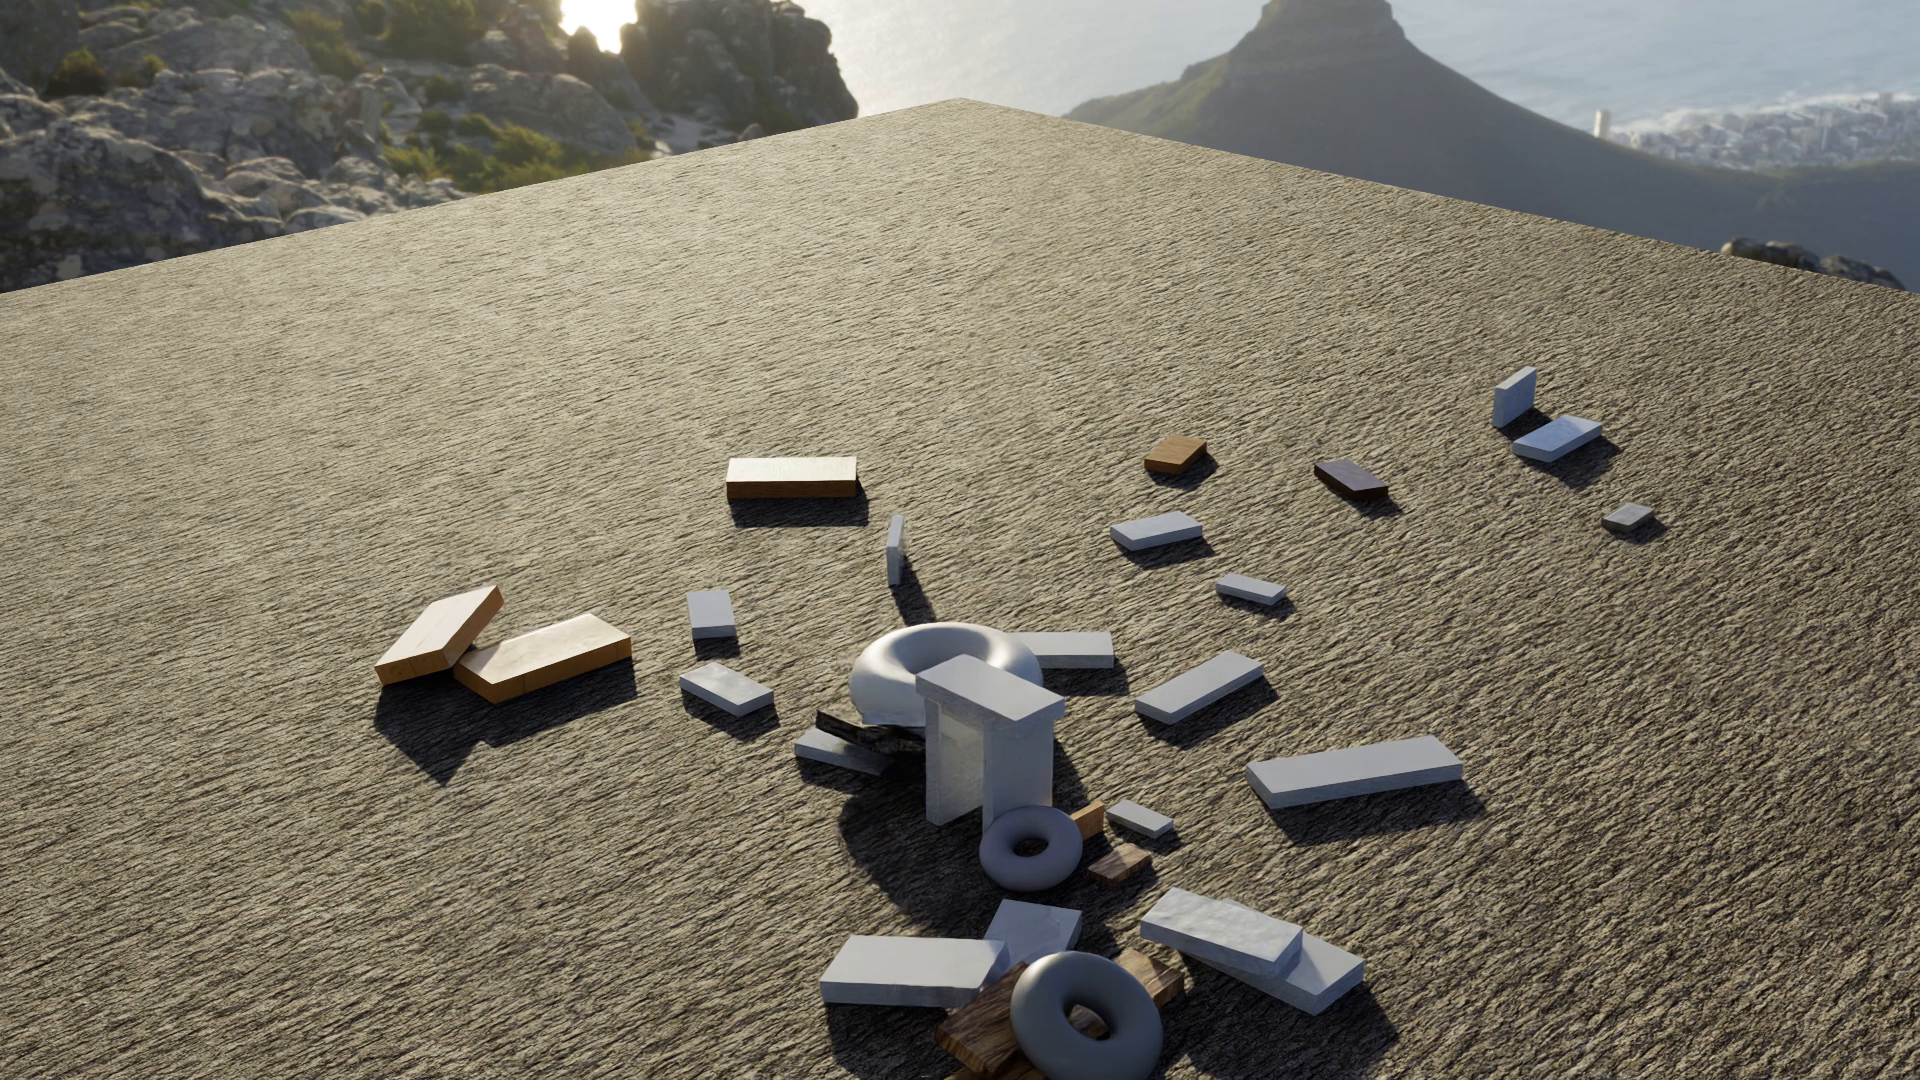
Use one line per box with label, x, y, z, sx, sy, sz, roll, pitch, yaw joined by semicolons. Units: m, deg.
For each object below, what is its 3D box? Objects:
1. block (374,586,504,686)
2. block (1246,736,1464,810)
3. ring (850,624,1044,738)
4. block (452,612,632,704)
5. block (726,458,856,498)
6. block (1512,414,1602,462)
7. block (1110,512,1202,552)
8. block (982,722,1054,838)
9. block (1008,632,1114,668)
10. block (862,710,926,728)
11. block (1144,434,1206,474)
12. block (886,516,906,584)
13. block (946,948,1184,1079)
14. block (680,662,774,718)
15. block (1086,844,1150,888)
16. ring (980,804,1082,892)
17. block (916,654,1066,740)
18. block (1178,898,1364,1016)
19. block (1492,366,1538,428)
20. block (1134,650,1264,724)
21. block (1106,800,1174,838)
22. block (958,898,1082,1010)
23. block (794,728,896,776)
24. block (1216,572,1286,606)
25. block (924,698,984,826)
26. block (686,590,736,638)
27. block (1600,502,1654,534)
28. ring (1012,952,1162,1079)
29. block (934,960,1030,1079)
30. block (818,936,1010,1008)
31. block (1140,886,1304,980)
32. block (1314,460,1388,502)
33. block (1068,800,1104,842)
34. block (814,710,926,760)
block;-1.206;0.218;5.111;0.176;0.050;0.353;-15;19;15
block;0.821;0.482;4.578;0.433;0.037;0.130;-7;24;-16
ring;-0.030;0.314;4.843;0.429;0.143;0.429;-1;23;0
block;-0.960;0.269;5.062;0.367;0.050;0.176;-19;30;-38
block;-0.465;-0.174;6.106;0.353;0.050;0.176;-1;23;-2
block;1.744;-0.297;6.418;0.121;0.034;0.313;19;30;38
block;0.516;-0.024;5.778;0.218;0.031;0.109;-12;26;-26
block;0.113;0.467;4.307;0.138;0.275;0.039;-13;27;-29
block;0.233;0.256;5.113;0.241;0.034;0.121;0;23;0
block;-0.096;0.370;4.516;0.101;0.029;0.202;10;-9;-42
block;0.618;-0.245;6.299;0.109;0.031;0.218;11;25;24
block;-0.162;0.024;5.572;0.029;0.103;0.205;0;23;3
block;0.161;0.850;3.715;0.120;0.034;0.583;19;29;37
block;-0.524;0.334;4.936;0.205;0.029;0.103;21;31;40
block;0.306;0.629;4.256;0.062;0.017;0.123;19;29;37
ring;0.137;0.593;4.230;0.202;0.067;0.202;-8;39;7
block;0.057;0.303;4.292;0.138;0.039;0.275;-21;31;-40
block;0.556;0.745;3.950;0.301;0.043;0.150;20;30;39
block;1.671;-0.432;6.625;0.034;0.121;0.241;15;27;32
block;0.540;0.330;4.946;0.101;0.029;0.340;20;30;39
block;0.361;0.560;4.418;0.123;0.017;0.062;19;30;38
block;0.110;0.750;3.939;0.150;0.043;0.301;6;24;15
block;-0.239;0.444;4.677;0.202;0.029;0.101;11;25;25
block;0.720;0.121;5.448;0.155;0.022;0.077;15;27;31
block;-0.006;0.423;4.411;0.138;0.275;0.039;-21;31;-41
block;-0.601;0.178;5.304;0.103;0.029;0.205;-4;23;-9
block;1.784;-0.061;5.875;0.077;0.022;0.155;19;29;37
ring;0.211;0.802;3.658;0.268;0.089;0.268;15;39;-13
block;0.077;0.805;3.690;0.120;0.034;0.239;32;36;25
block;-0.079;0.756;3.854;0.301;0.043;0.150;-2;21;22
block;0.469;0.704;3.946;0.259;0.037;0.130;13;26;28
block;1.087;-0.167;6.115;0.109;0.031;0.218;-9;24;-19
block;0.237;0.566;4.346;0.123;0.062;0.017;-21;33;-40
block;-0.175;0.408;4.594;0.130;0.037;0.259;9;4;-39
